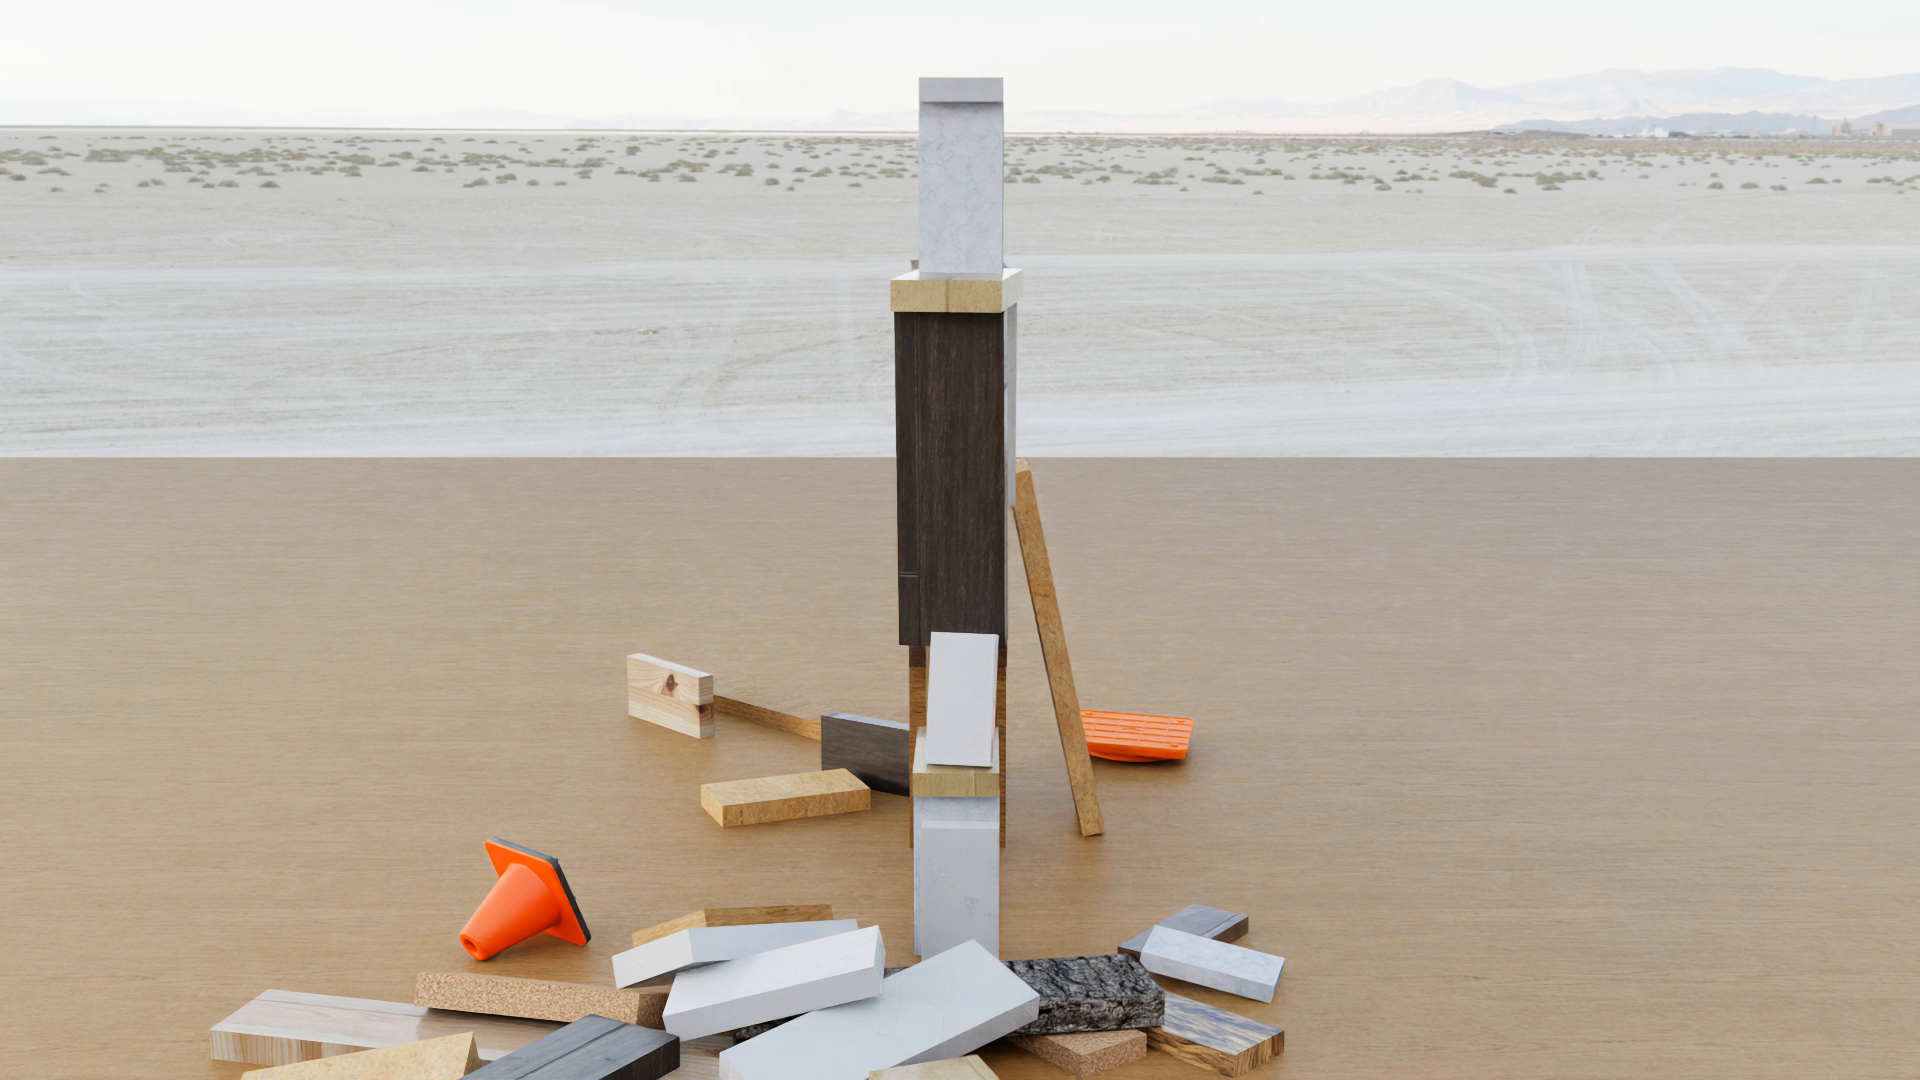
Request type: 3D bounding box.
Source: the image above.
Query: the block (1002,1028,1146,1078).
[{"bbox_3d":[0.139,0.684,3.075,0.116,0.033,0.232,-8,13,-37],"label":"block"}]

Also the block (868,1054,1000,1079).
[{"bbox_3d":[0.005,0.712,2.672,0.146,0.041,0.292,-4,11,-20],"label":"block"}]

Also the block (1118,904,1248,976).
[{"bbox_3d":[0.349,0.622,3.422,0.100,0.028,0.234,7,13,35],"label":"block"}]

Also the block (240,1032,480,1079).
[{"bbox_3d":[-0.776,0.706,2.818,0.299,0.042,0.149,-9,11,-5],"label":"block"}]

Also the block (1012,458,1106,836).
[{"bbox_3d":[0.169,0.193,3.974,0.041,0.675,0.144,-12,11,0],"label":"block"}]

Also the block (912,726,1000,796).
[{"bbox_3d":[-0.005,0.346,3.448,0.131,0.037,0.262,0,11,1],"label":"block"}]

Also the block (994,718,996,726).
[{"bbox_3d":[0.004,0.329,3.702,0.117,0.033,0.234,0,11,1],"label":"block"}]

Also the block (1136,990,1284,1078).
[{"bbox_3d":[0.322,0.685,3.069,0.232,0.033,0.116,10,14,42],"label":"block"}]

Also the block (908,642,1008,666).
[{"bbox_3d":[-0.005,0.165,3.968,0.170,0.048,0.339,0,11,0],"label":"block"}]

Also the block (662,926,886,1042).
[{"bbox_3d":[-0.246,0.595,2.953,0.287,0.041,0.144,-14,11,3],"label":"block"}]

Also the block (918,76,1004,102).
[{"bbox_3d":[0.002,-0.719,3.524,0.132,0.037,0.264,0,10,0],"label":"block"}]

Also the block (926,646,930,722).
[{"bbox_3d":[0.001,0.141,3.668,0.115,0.350,0.033,0,10,1],"label":"block"}]

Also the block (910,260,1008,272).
[{"bbox_3d":[-0.001,-0.447,3.772,0.164,0.046,0.328,0,11,-2],"label":"block"}]

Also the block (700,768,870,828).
[{"bbox_3d":[-0.328,0.483,4.134,0.287,0.041,0.144,-4,11,-22],"label":"block"}]

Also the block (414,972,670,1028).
[{"bbox_3d":[-0.576,0.645,3.086,0.329,0.047,0.164,3,-11,14],"label":"block"}]

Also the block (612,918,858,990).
[{"bbox_3d":[-0.315,0.592,3.147,0.164,0.047,0.328,-26,-21,37],"label":"block"}]

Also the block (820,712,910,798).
[{"bbox_3d":[-0.150,0.416,4.244,0.264,0.132,0.037,7,12,32],"label":"block"}]

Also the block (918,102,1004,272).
[{"bbox_3d":[0.002,-0.555,3.462,0.132,0.264,0.037,1,10,4],"label":"block"}]

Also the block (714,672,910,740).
[{"bbox_3d":[-0.350,0.373,4.734,0.696,0.037,0.132,10,14,43],"label":"block"}]

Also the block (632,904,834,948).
[{"bbox_3d":[-0.332,0.580,3.258,0.144,0.041,0.287,-23,-19,31],"label":"block"}]

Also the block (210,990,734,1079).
[{"bbox_3d":[-0.588,0.696,2.980,0.867,0.042,0.149,3,11,14],"label":"block"}]

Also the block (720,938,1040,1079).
[{"bbox_3d":[-0.101,0.649,2.882,0.416,0.041,0.144,-17,35,-35],"label":"block"}]

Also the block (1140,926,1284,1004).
[{"bbox_3d":[0.375,0.630,3.273,0.200,0.028,0.100,12,17,14],"label":"block"}]

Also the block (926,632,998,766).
[{"bbox_3d":[0.003,0.243,3.354,0.100,0.200,0.028,2,-4,10],"label":"block"}]

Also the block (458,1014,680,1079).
[{"bbox_3d":[-0.508,0.685,2.795,0.149,0.042,0.299,6,11,30],"label":"block"}]

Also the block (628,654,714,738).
[{"bbox_3d":[-0.620,0.331,4.700,0.037,0.132,0.264,-9,14,-42],"label":"block"}]

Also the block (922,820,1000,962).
[{"bbox_3d":[0.001,0.539,3.306,0.116,0.232,0.033,1,11,3],"label":"block"}]

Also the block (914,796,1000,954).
[{"bbox_3d":[-0.005,0.509,3.390,0.131,0.262,0.037,0,11,0],"label":"block"}]

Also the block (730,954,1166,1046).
[{"bbox_3d":[-0.023,0.641,3.057,0.591,0.047,0.164,-1,9,-11],"label":"block"}]

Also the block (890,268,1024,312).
[{"bbox_3d":[0.000,-0.391,3.432,0.167,0.047,0.334,1,10,7],"label":"block"}]

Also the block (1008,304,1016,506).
[{"bbox_3d":[0.008,-0.226,3.589,0.167,0.334,0.047,0,10,0],"label":"block"}]

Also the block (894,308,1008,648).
[{"bbox_3d":[-0.012,-0.093,3.395,0.167,0.525,0.047,1,14,7],"label":"block"}]

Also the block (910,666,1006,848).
[{"bbox_3d":[-0.004,0.376,3.892,0.170,0.339,0.048,0,11,0],"label":"block"}]
